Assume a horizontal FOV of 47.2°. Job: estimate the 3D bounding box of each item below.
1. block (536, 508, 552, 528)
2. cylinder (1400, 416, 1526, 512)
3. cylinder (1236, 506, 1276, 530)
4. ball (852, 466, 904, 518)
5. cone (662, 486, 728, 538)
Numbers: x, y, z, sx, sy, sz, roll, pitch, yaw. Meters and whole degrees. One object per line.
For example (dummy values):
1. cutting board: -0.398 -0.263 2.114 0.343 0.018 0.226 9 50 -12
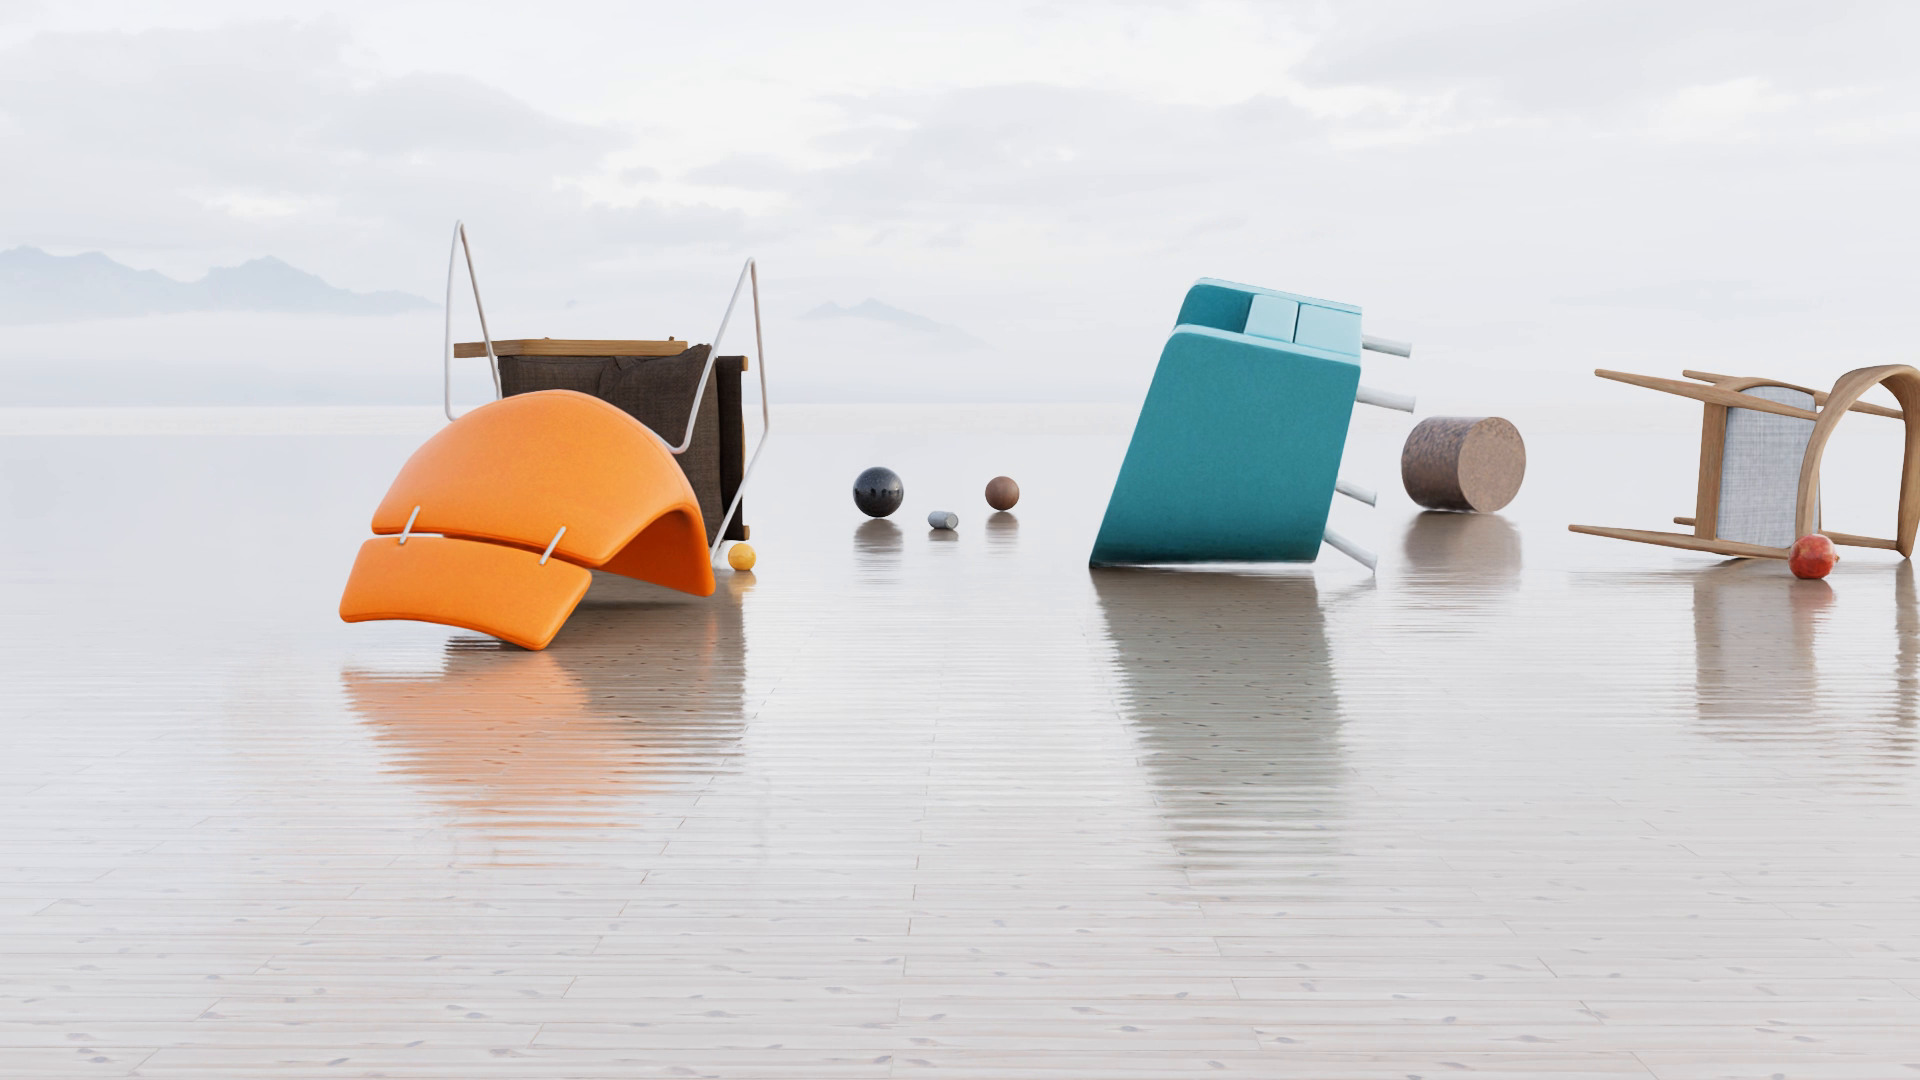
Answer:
1. block: -1.342 -0.070 7.099 0.045 0.064 0.029 -2 5 -32
2. cylinder: 1.855 -0.282 8.106 0.338 0.358 0.290 44 -19 -27
3. cylinder: 0.945 -0.069 7.017 0.102 0.069 0.093 18 -1 -21
4. ball: -0.285 -0.168 7.657 0.182 0.182 0.182 0 4 0
5. cone: -0.757 -0.046 6.653 0.175 0.170 0.249 34 14 31
